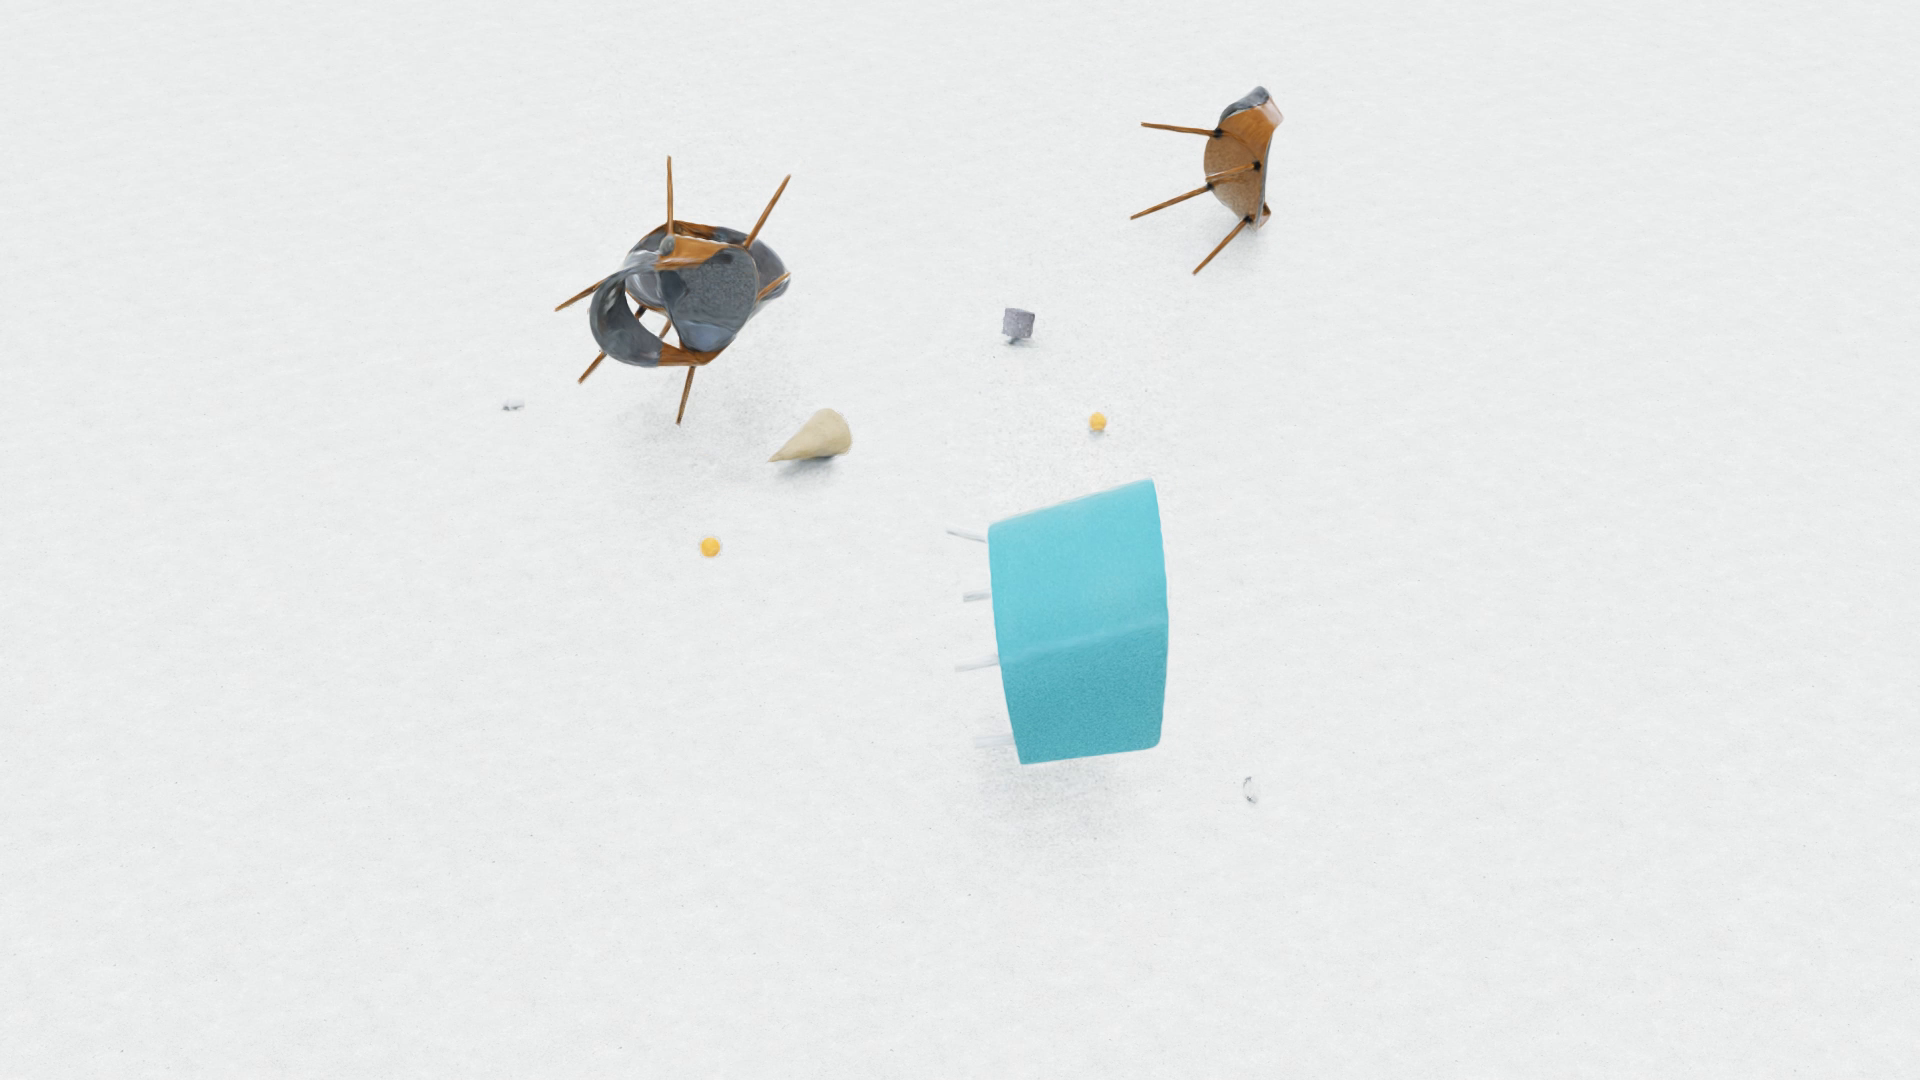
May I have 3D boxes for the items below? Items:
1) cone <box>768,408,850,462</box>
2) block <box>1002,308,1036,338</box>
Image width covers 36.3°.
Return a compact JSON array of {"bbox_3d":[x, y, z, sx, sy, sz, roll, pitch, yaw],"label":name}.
[{"bbox_3d":[-0.619,-0.360,11.299,0.303,0.193,0.323,-27,5,-24],"label":"cone"},{"bbox_3d":[0.242,-0.899,12.173,0.087,0.107,0.100,1,14,-30],"label":"block"}]
